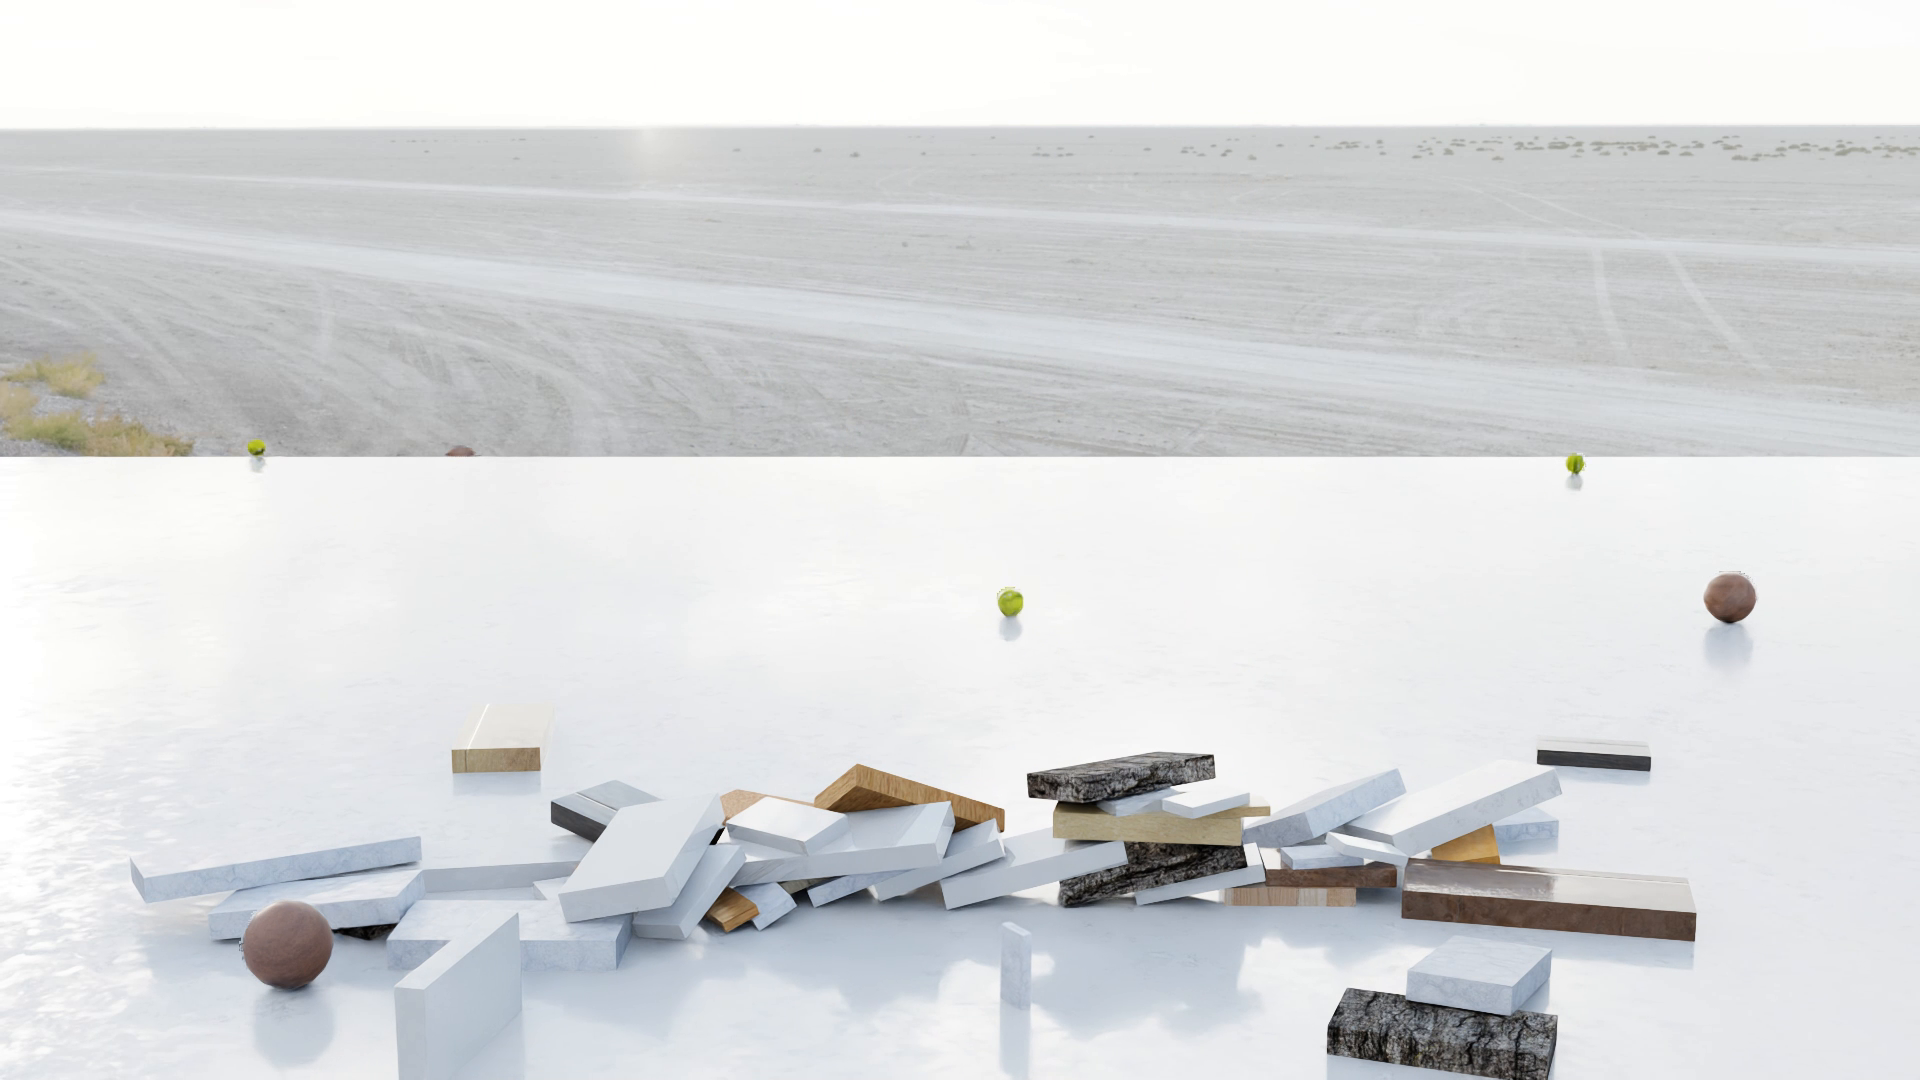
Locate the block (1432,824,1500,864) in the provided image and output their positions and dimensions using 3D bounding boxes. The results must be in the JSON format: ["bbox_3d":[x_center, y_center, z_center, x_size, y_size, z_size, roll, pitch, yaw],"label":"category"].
[{"bbox_3d":[0.874,0.519,3.826,0.110,0.031,0.237,-10,16,11],"label":"block"}]

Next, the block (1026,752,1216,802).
[{"bbox_3d":[0.272,0.396,3.690,0.291,0.041,0.145,-5,1,-36],"label":"block"}]

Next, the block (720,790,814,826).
[{"bbox_3d":[-0.328,0.511,3.981,0.292,0.041,0.146,6,12,30],"label":"block"}]

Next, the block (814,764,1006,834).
[{"bbox_3d":[-0.085,0.464,3.722,0.291,0.041,0.145,20,-39,-25],"label":"block"}]

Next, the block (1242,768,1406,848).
[{"bbox_3d":[0.638,0.486,3.913,0.168,0.048,0.337,-24,-7,39],"label":"block"}]

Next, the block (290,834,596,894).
[{"bbox_3d":[-0.883,0.555,3.742,0.562,0.041,0.146,-2,11,-10],"label":"block"}]

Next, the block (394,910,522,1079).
[{"bbox_3d":[-0.687,0.632,3.031,0.042,0.150,0.300,2,11,13],"label":"block"}]

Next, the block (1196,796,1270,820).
[{"bbox_3d":[0.438,0.435,3.581,0.123,0.017,0.062,-2,9,-5],"label":"block"}]

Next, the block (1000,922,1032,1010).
[{"bbox_3d":[0.081,0.620,3.199,0.016,0.113,0.057,-6,12,-32],"label":"block"}]

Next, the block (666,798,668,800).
[{"bbox_3d":[-0.486,0.496,3.926,0.057,0.016,0.113,27,-12,24],"label":"block"}]

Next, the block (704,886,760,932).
[{"bbox_3d":[-0.376,0.593,3.540,0.062,0.017,0.123,-26,19,-23],"label":"block"}]

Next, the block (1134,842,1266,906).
[{"bbox_3d":[0.394,0.555,3.655,0.214,0.030,0.107,-12,10,4],"label":"block"}]

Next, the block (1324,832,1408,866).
[{"bbox_3d":[0.671,0.510,3.630,0.123,0.017,0.062,13,7,-21],"label":"block"}]

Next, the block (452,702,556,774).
[{"bbox_3d":[-0.936,0.405,4.530,0.173,0.049,0.346,-1,11,-5],"label":"block"}]

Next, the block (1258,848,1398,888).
[{"bbox_3d":[0.611,0.545,3.661,0.214,0.030,0.107,0,11,1],"label":"block"}]

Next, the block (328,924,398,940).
[{"bbox_3d":[-0.966,0.611,3.509,0.123,0.017,0.062,6,12,28],"label":"block"}]

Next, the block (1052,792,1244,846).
[{"bbox_3d":[0.315,0.457,3.645,0.306,0.043,0.153,1,10,10],"label":"block"}]

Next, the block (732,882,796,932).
[{"bbox_3d":[-0.324,0.583,3.567,0.072,0.020,0.143,-32,21,-16],"label":"block"}]

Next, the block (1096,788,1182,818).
[{"bbox_3d":[0.299,0.430,3.618,0.133,0.019,0.067,-5,10,-24],"label":"block"}]

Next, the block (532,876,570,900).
[{"bbox_3d":[-0.644,0.589,3.612,0.077,0.022,0.154,-5,12,-25],"label":"block"}]

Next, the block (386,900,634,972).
[{"bbox_3d":[-0.693,0.613,3.412,0.346,0.049,0.173,0,11,1],"label":"block"}]

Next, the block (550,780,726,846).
[{"bbox_3d":[-0.560,0.494,3.821,0.293,0.041,0.146,16,20,39],"label":"block"}]

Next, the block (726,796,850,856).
[{"bbox_3d":[-0.286,0.473,3.637,0.194,0.028,0.097,6,25,43],"label":"block"}]

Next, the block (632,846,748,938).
[{"bbox_3d":[-0.431,0.560,3.510,0.097,0.028,0.194,-5,30,32],"label":"block"}]

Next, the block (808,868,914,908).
[{"bbox_3d":[-0.146,0.539,3.652,0.218,0.031,0.109,-21,11,0],"label":"block"}]

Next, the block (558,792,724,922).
[{"bbox_3d":[-0.507,0.506,3.539,0.173,0.049,0.349,-11,14,11],"label":"block"}]

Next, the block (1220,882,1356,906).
[{"bbox_3d":[0.543,0.576,3.659,0.214,0.030,0.107,0,11,1],"label":"block"}]

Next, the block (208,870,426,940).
[{"bbox_3d":[-1.021,0.580,3.501,0.300,0.042,0.150,-6,7,2],"label":"block"}]

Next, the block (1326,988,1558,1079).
[{"bbox_3d":[0.668,0.685,3.045,0.294,0.042,0.147,4,11,20],"label":"block"}]

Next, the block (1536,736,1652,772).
[{"bbox_3d":[1.278,0.430,4.443,0.220,0.031,0.110,3,11,13],"label":"block"}]

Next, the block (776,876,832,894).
[{"bbox_3d":[-0.258,0.554,3.650,0.154,0.022,0.077,-23,11,0],"label":"block"}]

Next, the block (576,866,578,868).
[{"bbox_3d":[-0.572,0.572,3.646,0.072,0.020,0.143,8,6,-40],"label":"block"}]

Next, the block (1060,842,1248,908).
[{"bbox_3d":[0.316,0.532,3.659,0.306,0.043,0.153,-13,10,3],"label":"block"}]

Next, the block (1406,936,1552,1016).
[{"bbox_3d":[0.759,0.631,3.202,0.147,0.042,0.294,4,2,25],"label":"block"}]

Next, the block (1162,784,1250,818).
[{"bbox_3d":[0.398,0.422,3.553,0.133,0.019,0.067,-8,12,-39],"label":"block"}]

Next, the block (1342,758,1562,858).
[{"bbox_3d":[0.855,0.467,3.822,0.337,0.048,0.168,-19,6,-18],"label":"block"}]

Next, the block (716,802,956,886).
[{"bbox_3d":[-0.213,0.501,3.618,0.391,0.041,0.145,-8,19,13],"label":"block"}]

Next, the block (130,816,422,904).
[{"bbox_3d":[-1.131,0.527,3.645,0.440,0.042,0.150,-6,9,-28],"label":"block"}]

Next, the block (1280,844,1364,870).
[{"bbox_3d":[0.600,0.524,3.644,0.123,0.017,0.062,-2,11,-11],"label":"block"}]

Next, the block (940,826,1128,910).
[{"bbox_3d":[0.116,0.533,3.663,0.306,0.043,0.153,-14,10,-3],"label":"block"}]

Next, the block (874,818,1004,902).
[{"bbox_3d":[-0.036,0.530,3.654,0.218,0.031,0.109,-21,10,2],"label":"block"}]

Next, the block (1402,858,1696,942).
[{"bbox_3d":[0.953,0.583,3.578,0.453,0.048,0.168,2,11,13],"label":"block"}]

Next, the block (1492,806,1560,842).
[{"bbox_3d":[0.959,0.515,3.986,0.220,0.031,0.110,-3,11,-15],"label":"block"}]
